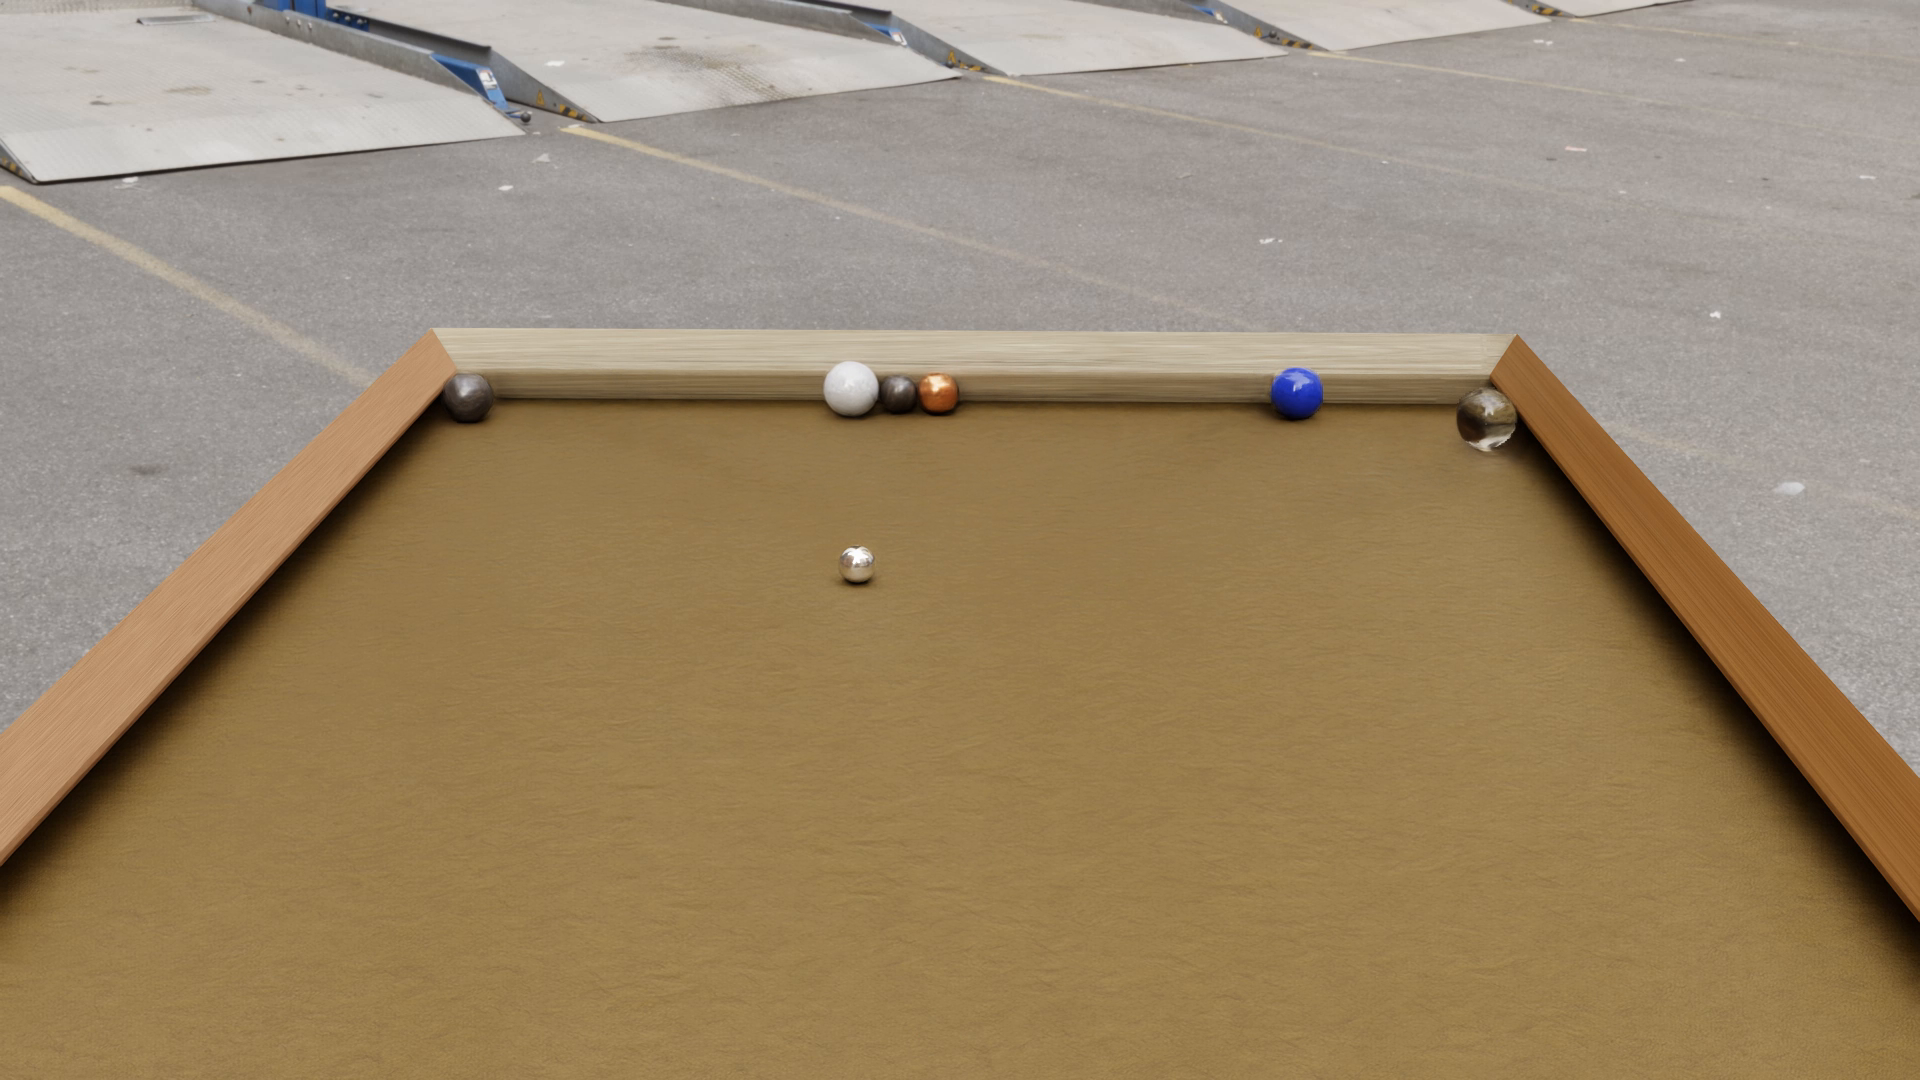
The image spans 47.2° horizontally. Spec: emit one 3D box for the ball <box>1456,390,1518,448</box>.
[{"bbox_3d":[0.702,-0.161,2.932,0.078,0.078,0.078,0,19,0],"label":"ball"}]

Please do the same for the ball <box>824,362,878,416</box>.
[{"bbox_3d":[-0.152,-0.211,3.078,0.078,0.078,0.078,0,19,0],"label":"ball"}]

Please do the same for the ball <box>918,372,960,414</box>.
[{"bbox_3d":[-0.030,-0.206,3.093,0.058,0.058,0.058,0,19,0],"label":"ball"}]

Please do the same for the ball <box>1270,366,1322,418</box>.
[{"bbox_3d":[0.469,-0.205,3.069,0.072,0.072,0.072,0,19,0],"label":"ball"}]

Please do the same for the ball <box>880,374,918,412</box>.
[{"bbox_3d":[-0.087,-0.206,3.100,0.054,0.054,0.054,0,19,0],"label":"ball"}]

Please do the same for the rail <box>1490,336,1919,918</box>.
[{"bbox_3d":[0.735,0.220,1.794,0.045,0.102,2.833,0,19,1],"label":"rail"}]

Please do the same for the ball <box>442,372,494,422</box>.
[{"bbox_3d":[-0.684,-0.199,3.054,0.069,0.069,0.069,0,19,0],"label":"ball"}]

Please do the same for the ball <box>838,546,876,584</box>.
[{"bbox_3d":[-0.114,0.027,2.445,0.042,0.042,0.042,0,19,0],"label":"ball"}]

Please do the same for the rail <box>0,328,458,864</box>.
[{"bbox_3d":[-0.768,0.208,1.827,0.045,0.102,2.833,0,19,1],"label":"rail"}]

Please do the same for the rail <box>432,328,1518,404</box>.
[{"bbox_3d":[0.016,-0.242,3.127,1.550,0.102,0.045,0,19,1],"label":"rail"}]
